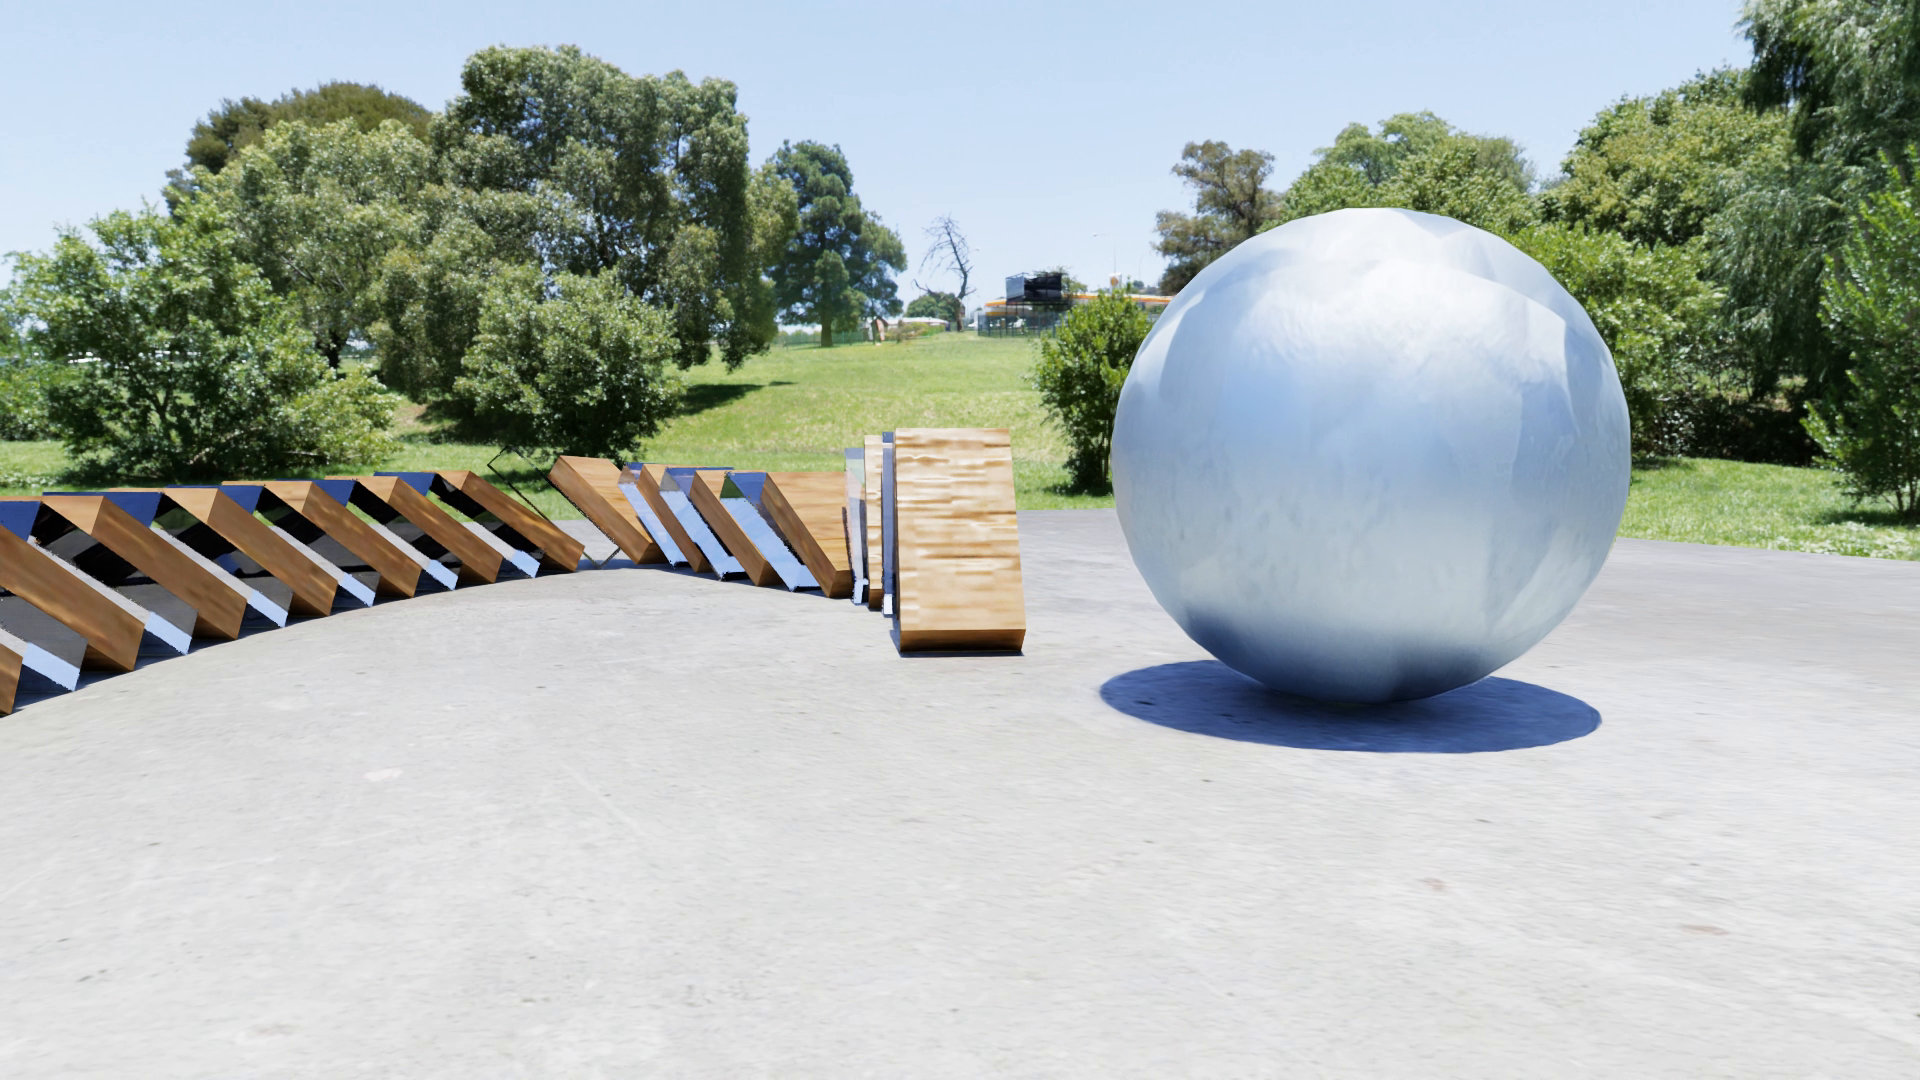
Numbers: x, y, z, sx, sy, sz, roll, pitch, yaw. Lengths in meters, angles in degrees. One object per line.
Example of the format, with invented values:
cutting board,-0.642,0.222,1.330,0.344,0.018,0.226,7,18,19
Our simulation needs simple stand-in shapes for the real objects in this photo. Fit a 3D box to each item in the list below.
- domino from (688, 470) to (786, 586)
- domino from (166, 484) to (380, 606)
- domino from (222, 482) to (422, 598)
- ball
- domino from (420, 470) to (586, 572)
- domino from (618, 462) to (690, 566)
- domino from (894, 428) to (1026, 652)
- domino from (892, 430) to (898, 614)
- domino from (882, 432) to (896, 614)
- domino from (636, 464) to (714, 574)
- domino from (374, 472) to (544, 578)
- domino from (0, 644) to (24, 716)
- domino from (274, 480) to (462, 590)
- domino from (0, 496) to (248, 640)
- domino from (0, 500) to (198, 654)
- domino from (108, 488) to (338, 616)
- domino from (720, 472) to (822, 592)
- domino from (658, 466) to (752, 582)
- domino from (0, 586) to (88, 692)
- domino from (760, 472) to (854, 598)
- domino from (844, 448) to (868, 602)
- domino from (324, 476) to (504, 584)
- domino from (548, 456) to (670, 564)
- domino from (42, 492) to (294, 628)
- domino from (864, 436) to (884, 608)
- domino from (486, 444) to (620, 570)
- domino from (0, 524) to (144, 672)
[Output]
domino,-0.063,-0.005,0.403,0.025,0.009,0.050,-3,37,-39
domino,-0.169,0.002,0.317,0.025,0.010,0.050,1,-25,9
domino,-0.167,0.001,0.336,0.025,0.010,0.050,1,-26,11
ball,0.065,-0.013,0.210,0.080,0.080,0.080,0,4,0
domino,-0.148,-0.006,0.413,0.025,0.010,0.050,2,-27,34
domino,-0.098,-0.009,0.450,0.025,0.010,0.050,1,35,-42
domino,-0.001,-0.001,0.272,0.025,0.050,0.010,0,-32,-5
domino,-0.004,-0.004,0.319,0.025,0.050,0.010,0,-32,-5
domino,-0.007,-0.005,0.331,0.025,0.050,0.010,0,-33,-5
domino,-0.087,-0.008,0.434,0.025,0.009,0.050,-1,36,-41
domino,-0.155,-0.004,0.394,0.025,0.009,0.050,2,-27,25
domino,-0.158,0.013,0.179,0.025,0.010,0.050,-1,-24,-10
domino,-0.164,-0.001,0.356,0.025,0.009,0.050,1,-26,14
domino,-0.170,0.007,0.258,0.025,0.010,0.050,0,-25,2
domino,-0.169,0.008,0.238,0.025,0.009,0.050,0,-25,0
domino,-0.170,0.004,0.297,0.025,0.009,0.050,0,-25,5
domino,-0.050,-0.003,0.389,0.025,0.009,0.050,-3,36,-39
domino,-0.076,-0.006,0.418,0.025,0.010,0.050,-3,38,-39
domino,-0.164,0.011,0.199,0.025,0.010,0.050,0,-25,-3
domino,-0.037,-0.003,0.375,0.025,0.010,0.050,-3,36,-34
domino,-0.018,-0.005,0.359,0.025,0.010,0.050,-1,48,-9
domino,-0.160,-0.002,0.375,0.025,0.009,0.050,1,-26,19
domino,-0.120,-0.011,0.454,0.050,0.010,0.025,40,17,20
domino,-0.170,0.005,0.277,0.025,0.009,0.050,0,-25,4
domino,-0.012,-0.006,0.344,0.025,0.050,0.010,0,-35,-6
domino,-0.138,-0.011,0.439,0.009,0.050,0.025,-46,15,-8
domino,-0.166,0.010,0.219,0.025,0.010,0.050,0,-25,-3
